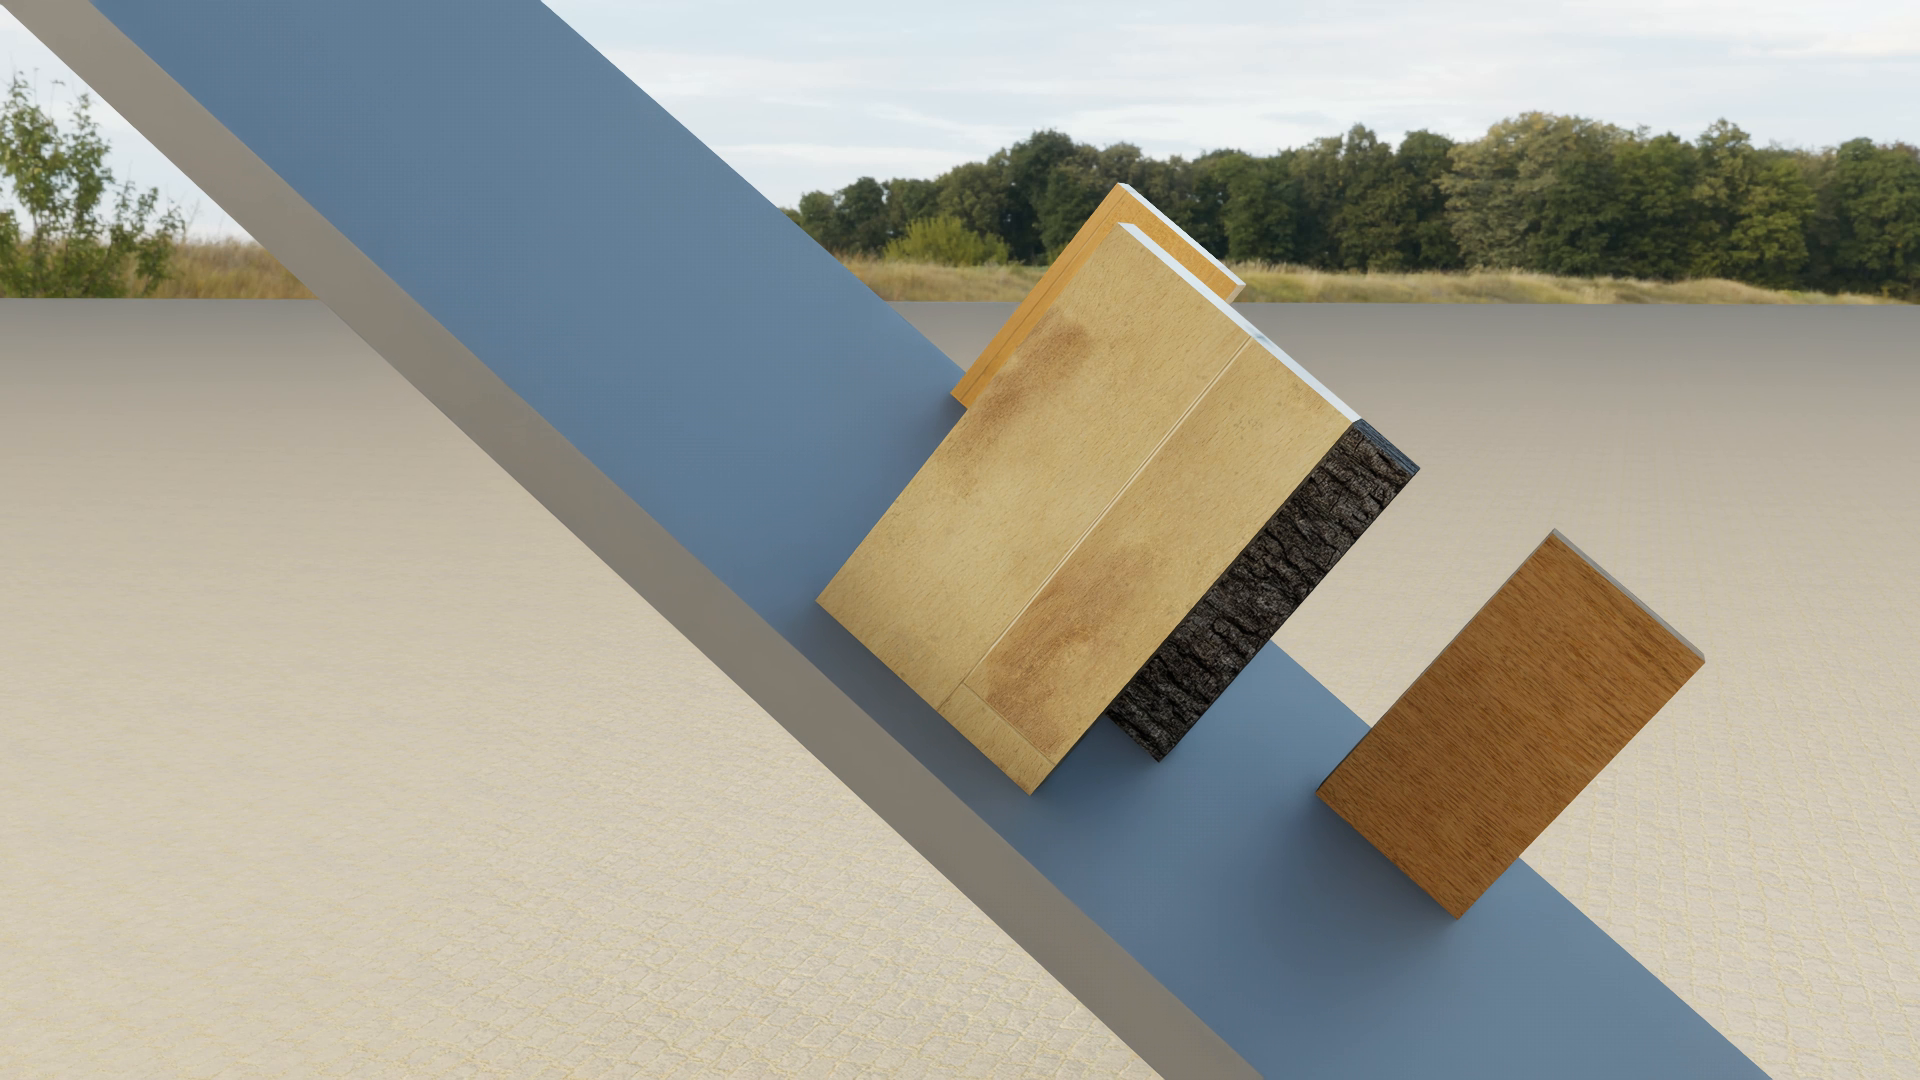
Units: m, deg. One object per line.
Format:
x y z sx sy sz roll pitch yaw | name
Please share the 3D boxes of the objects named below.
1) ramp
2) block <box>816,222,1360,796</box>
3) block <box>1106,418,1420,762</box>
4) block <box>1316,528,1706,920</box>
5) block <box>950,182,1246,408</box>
0.002 0.046 4.039 4.000 0.100 2.000 42 16 9 | ramp
0.175 -0.041 3.183 0.429 0.716 0.102 42 16 9 | block
0.411 0.002 3.716 0.384 0.642 0.150 42 16 9 | block
1.016 0.344 4.092 0.351 0.660 0.098 42 16 9 | block
0.294 -0.431 4.732 0.335 0.581 0.105 42 16 9 | block
